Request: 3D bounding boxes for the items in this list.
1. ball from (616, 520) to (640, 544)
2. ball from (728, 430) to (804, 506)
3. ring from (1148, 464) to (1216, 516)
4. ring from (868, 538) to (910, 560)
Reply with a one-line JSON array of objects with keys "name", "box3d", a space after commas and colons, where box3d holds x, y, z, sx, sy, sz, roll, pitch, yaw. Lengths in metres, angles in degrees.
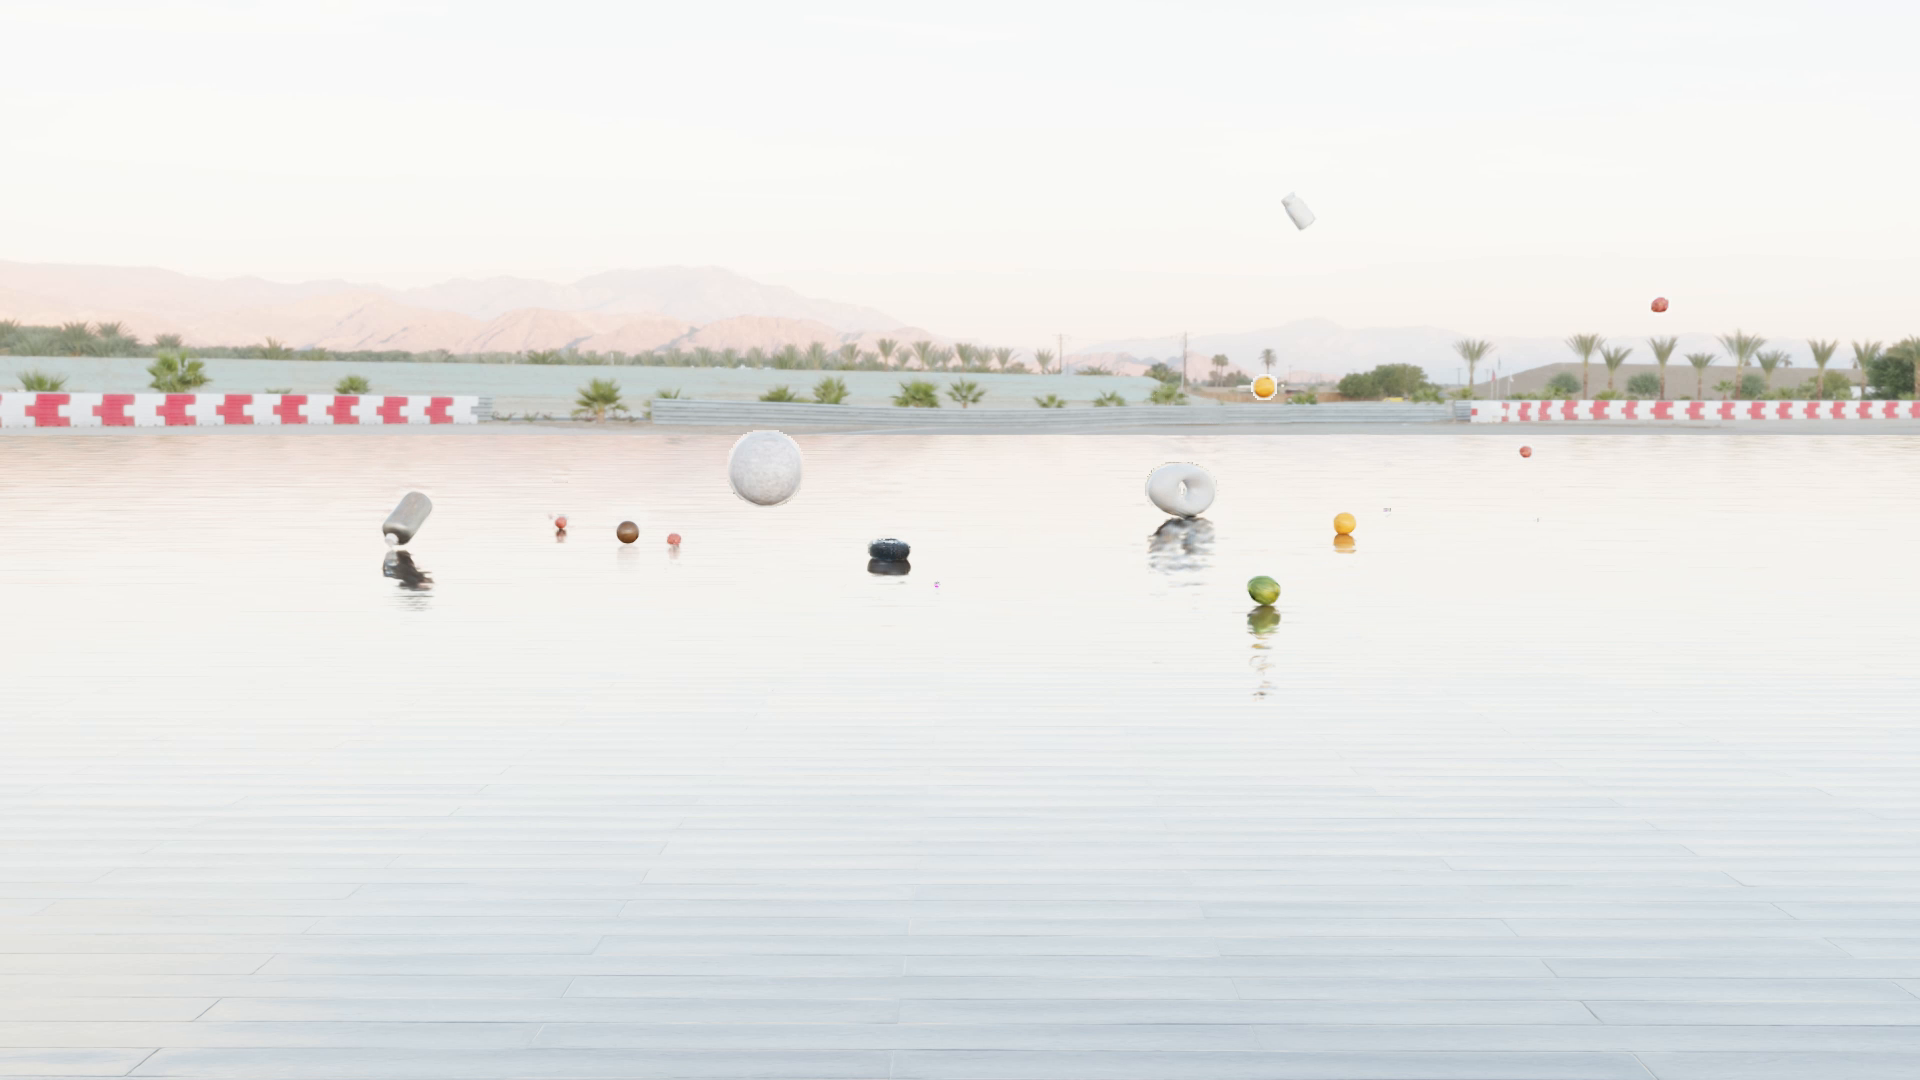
[{"name": "ball", "box3d": [-0.963, -0.023, 6.375, 0.069, 0.069, 0.069, 0, 4, 0]}, {"name": "ball", "box3d": [-0.466, -0.172, 5.278, 0.180, 0.180, 0.180, 0, 4, 0]}, {"name": "ring", "box3d": [0.782, -0.177, 7.743, 0.094, 0.189, 0.440, 4, 0, 33]}, {"name": "ring", "box3d": [-0.189, 0.024, 5.837, 0.110, 0.050, 0.184, -2, 5, -18]}]
